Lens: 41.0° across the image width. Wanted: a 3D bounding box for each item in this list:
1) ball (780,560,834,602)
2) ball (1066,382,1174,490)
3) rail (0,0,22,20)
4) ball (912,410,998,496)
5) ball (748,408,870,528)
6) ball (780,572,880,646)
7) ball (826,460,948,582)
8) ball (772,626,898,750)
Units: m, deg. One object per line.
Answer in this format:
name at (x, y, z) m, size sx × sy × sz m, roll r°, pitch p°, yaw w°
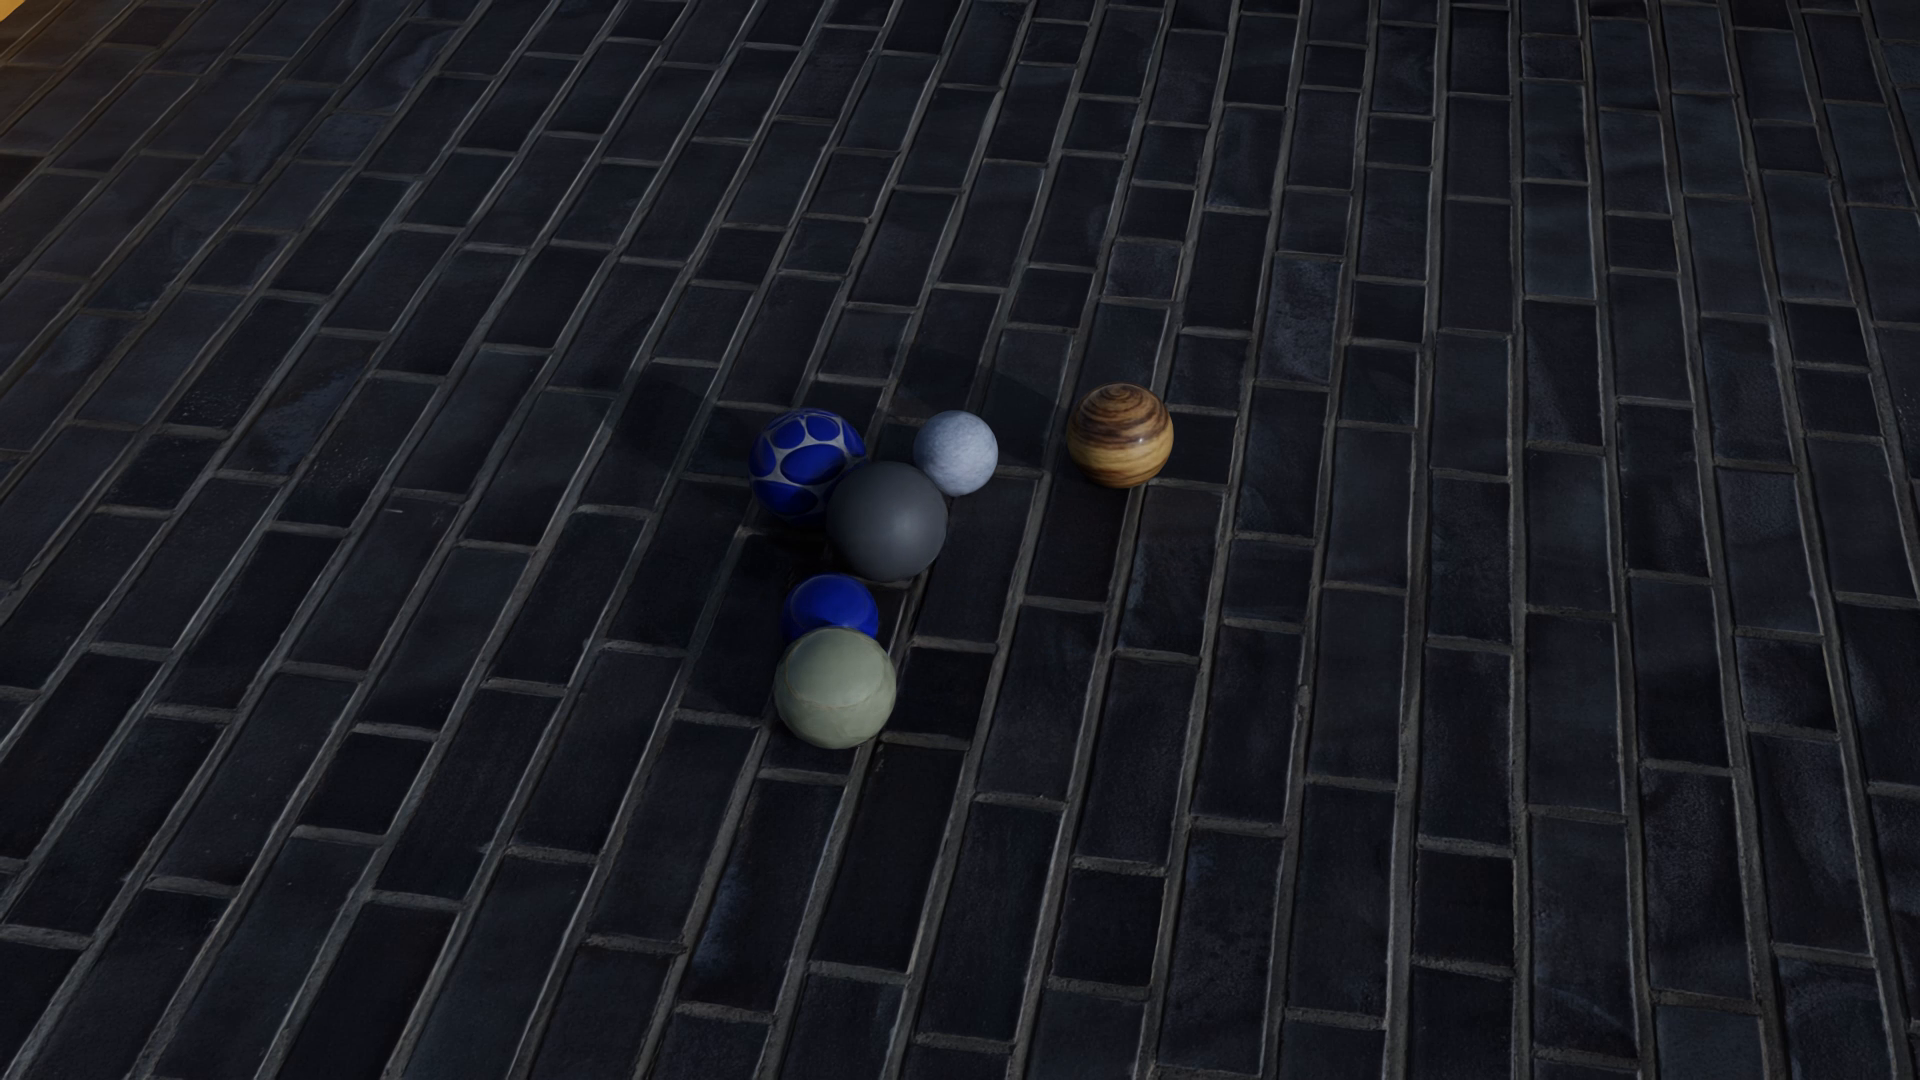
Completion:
ball at (-0.099, 0.033, 1.699) m, size 0.040 × 0.040 × 0.040 m, roll 0°, pitch 35°, yaw 0°
ball at (0.113, -0.074, 1.819) m, size 0.076 × 0.076 × 0.076 m, roll 0°, pitch 35°, yaw 0°
rail at (-1.036, -0.120, 1.854) m, size 0.045 × 0.109 × 2.246 m, roll 6°, pitch 36°, yaw 8°
ball at (-0.003, -0.061, 1.814) m, size 0.061 × 0.061 × 0.061 m, roll 0°, pitch 35°, yaw 0°
ball at (-0.105, -0.050, 1.778) m, size 0.084 × 0.084 × 0.084 m, roll 0°, pitch 35°, yaw 0°
ball at (-0.084, 0.052, 1.653) m, size 0.064 × 0.064 × 0.064 m, roll 0°, pitch 35°, yaw 0°
ball at (-0.049, -0.012, 1.727) m, size 0.083 × 0.083 × 0.083 m, roll 0°, pitch 35°, yaw 0°
ball at (-0.077, 0.091, 1.586) m, size 0.077 × 0.077 × 0.077 m, roll 0°, pitch 35°, yaw 0°
